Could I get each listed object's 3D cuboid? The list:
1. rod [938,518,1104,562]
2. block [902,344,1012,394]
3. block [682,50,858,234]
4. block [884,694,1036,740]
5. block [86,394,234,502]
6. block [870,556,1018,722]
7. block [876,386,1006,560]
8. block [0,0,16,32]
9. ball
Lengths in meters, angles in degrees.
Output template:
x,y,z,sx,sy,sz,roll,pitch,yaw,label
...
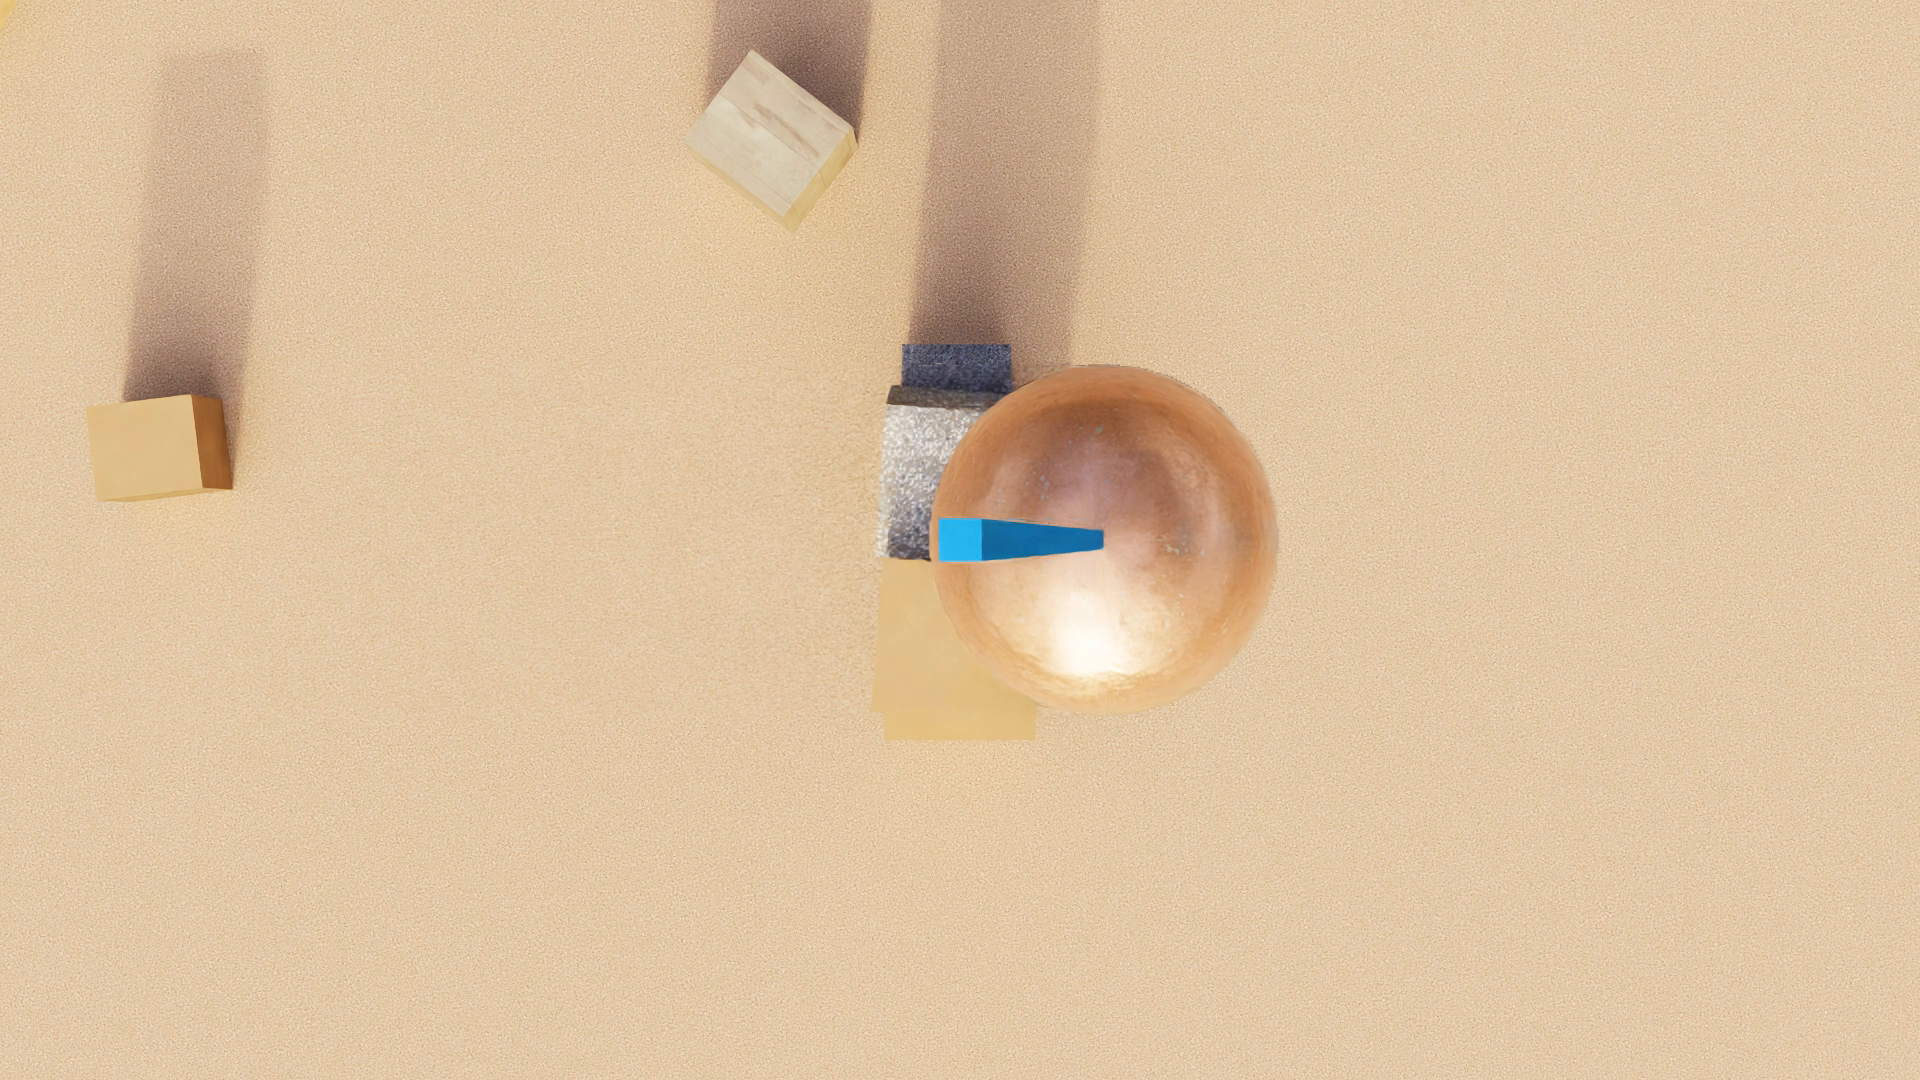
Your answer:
x,y,z,sx,sy,sz,roll,pitch,yaw,label
0.284,0.000,6.693,0.080,5.200,0.080,0,90,6,rod
-0.019,-0.780,12.661,0.612,0.678,0.632,0,90,0,block
-1.078,-2.277,12.651,0.710,0.698,0.638,38,90,0,block
-0.002,0.682,12.534,0.831,0.933,0.833,0,90,0,block
-4.630,-0.525,12.737,0.604,0.526,0.535,-7,90,0,block
-0.054,0.509,11.628,0.741,0.878,0.787,4,90,0,block
-0.003,-0.359,11.896,0.823,0.877,0.802,4,100,-1,block
-5.913,-3.291,12.676,0.694,0.647,0.756,28,90,0,block
0.655,0.000,10.073,1.600,1.600,1.600,0,90,0,ball
